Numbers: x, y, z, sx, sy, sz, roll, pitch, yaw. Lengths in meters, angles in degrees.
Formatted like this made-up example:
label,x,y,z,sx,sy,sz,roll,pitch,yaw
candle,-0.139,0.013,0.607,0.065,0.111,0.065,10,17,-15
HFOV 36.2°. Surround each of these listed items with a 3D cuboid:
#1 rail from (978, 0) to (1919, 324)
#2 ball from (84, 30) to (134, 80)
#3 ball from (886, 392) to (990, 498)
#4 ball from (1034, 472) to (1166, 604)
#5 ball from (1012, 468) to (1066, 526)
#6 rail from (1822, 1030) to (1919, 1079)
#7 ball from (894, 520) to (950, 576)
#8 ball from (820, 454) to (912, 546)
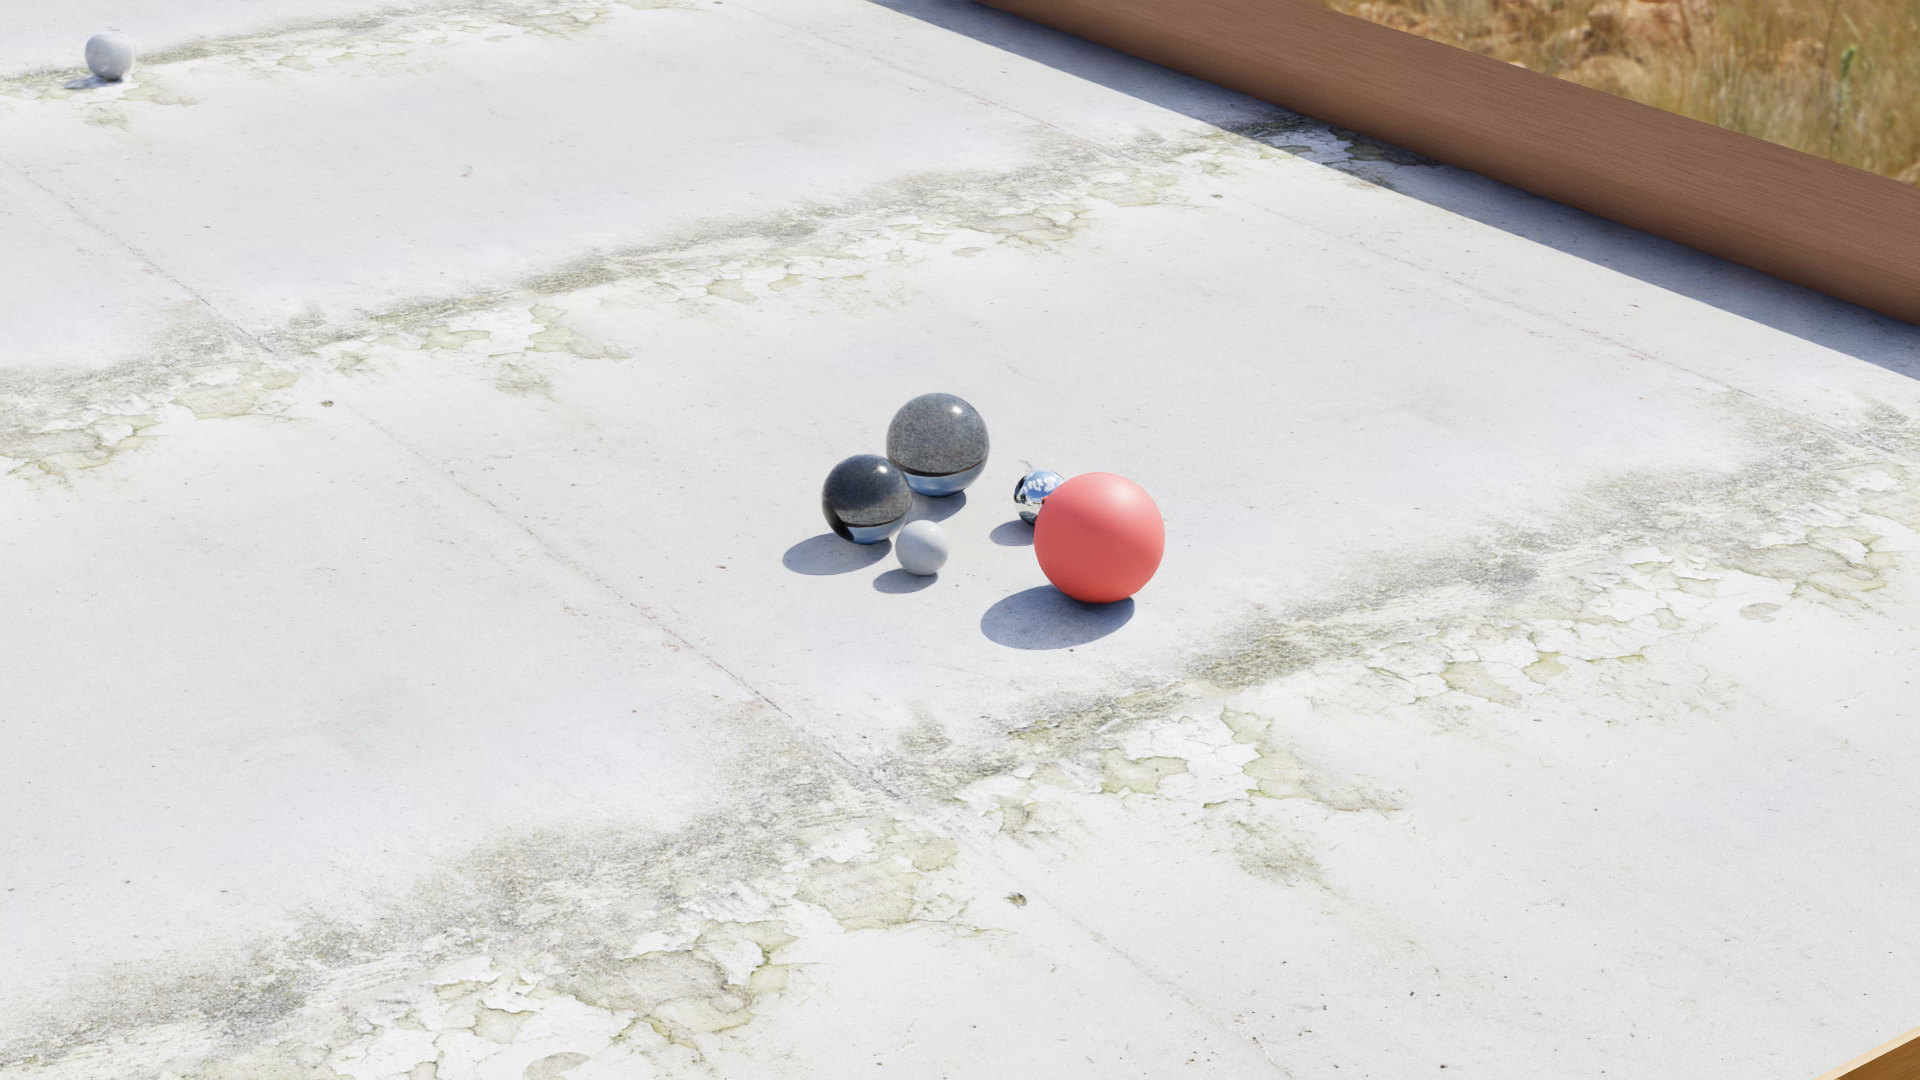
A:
label,x,y,z,sx,sy,sz,roll,pitch,yaw
rail,0.298,-0.581,3.399,0.045,0.126,3.655,-16,29,-32
ball,-1.002,-0.571,3.465,0.058,0.058,0.058,0,24,0
ball,-0.018,-0.076,2.344,0.084,0.084,0.084,0,24,0
ball,0.103,-0.002,2.165,0.097,0.097,0.097,0,24,0
ball,0.064,-0.033,2.295,0.046,0.046,0.046,0,24,0
rail,0.517,0.273,1.525,2.084,0.126,0.045,-16,29,-32
ball,-0.028,0.006,2.215,0.042,0.042,0.042,0,24,0
ball,-0.072,-0.031,2.262,0.070,0.070,0.070,0,24,0
